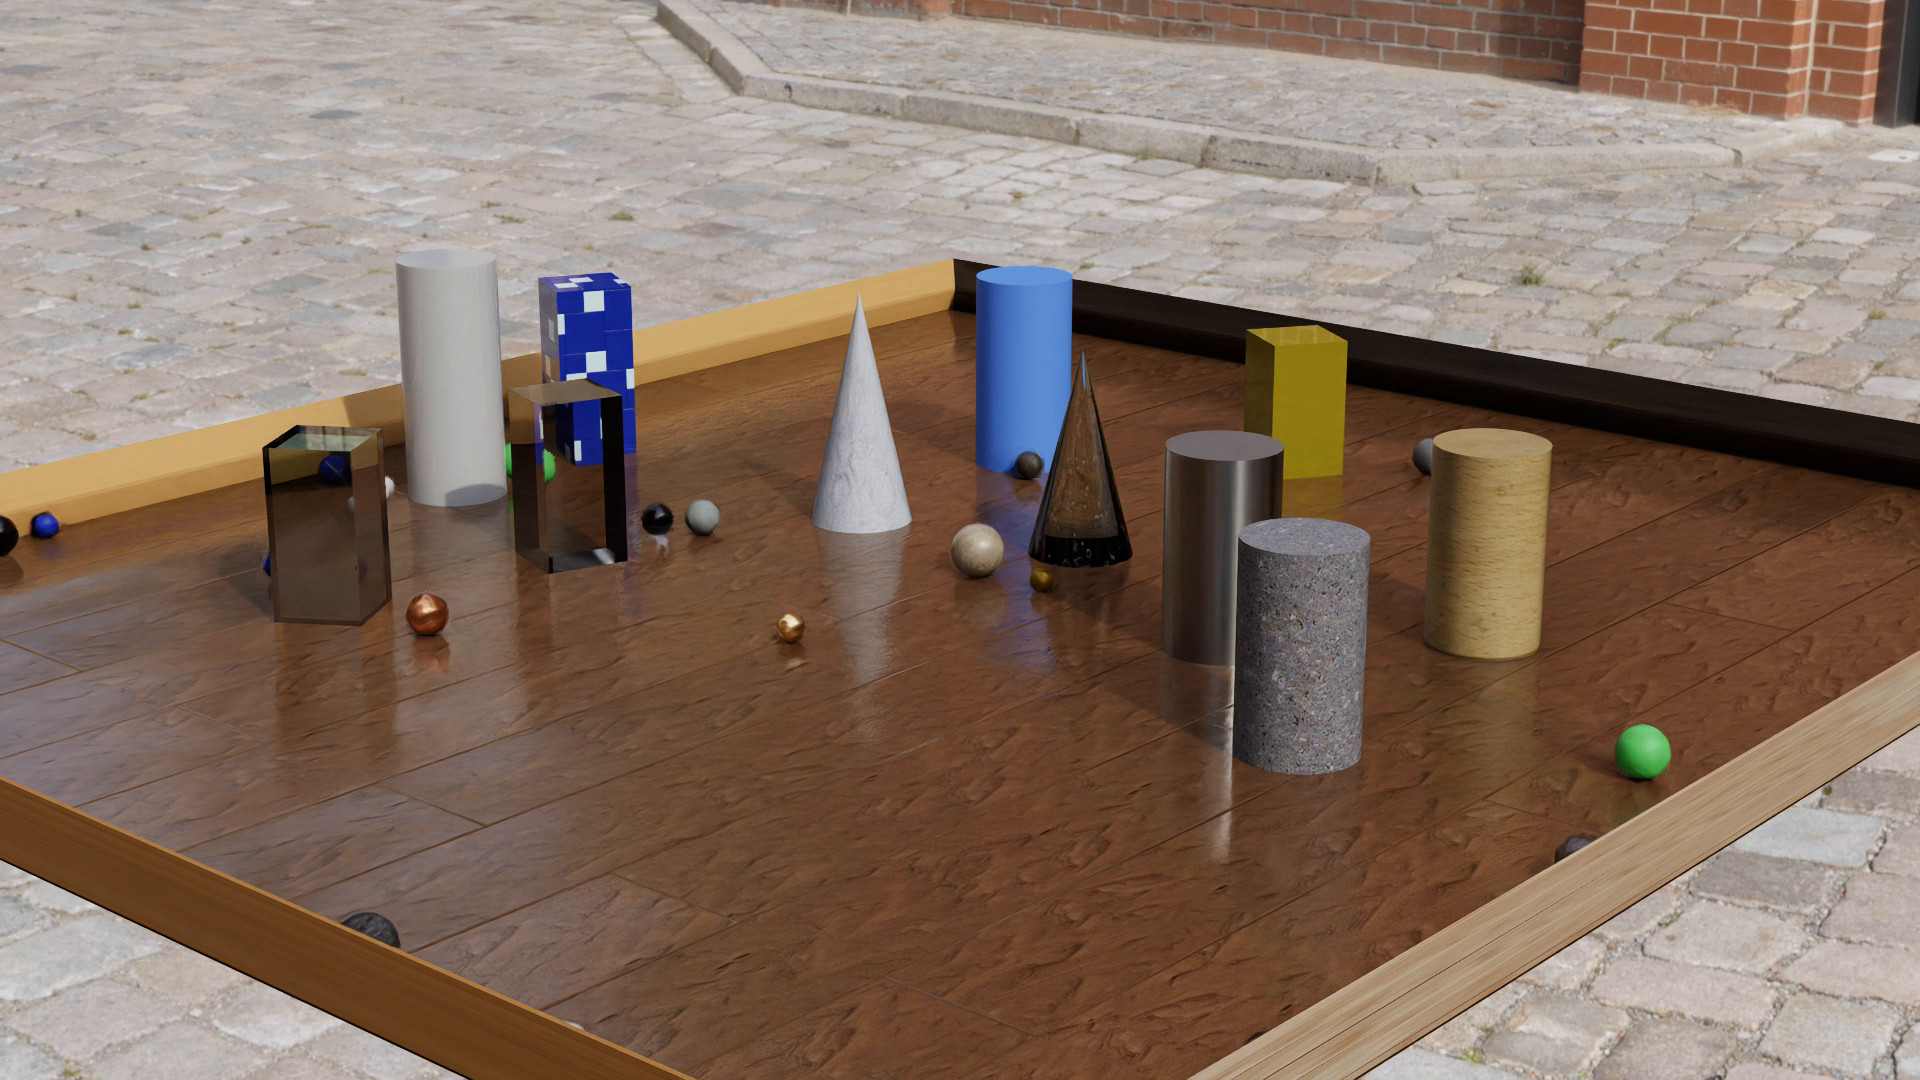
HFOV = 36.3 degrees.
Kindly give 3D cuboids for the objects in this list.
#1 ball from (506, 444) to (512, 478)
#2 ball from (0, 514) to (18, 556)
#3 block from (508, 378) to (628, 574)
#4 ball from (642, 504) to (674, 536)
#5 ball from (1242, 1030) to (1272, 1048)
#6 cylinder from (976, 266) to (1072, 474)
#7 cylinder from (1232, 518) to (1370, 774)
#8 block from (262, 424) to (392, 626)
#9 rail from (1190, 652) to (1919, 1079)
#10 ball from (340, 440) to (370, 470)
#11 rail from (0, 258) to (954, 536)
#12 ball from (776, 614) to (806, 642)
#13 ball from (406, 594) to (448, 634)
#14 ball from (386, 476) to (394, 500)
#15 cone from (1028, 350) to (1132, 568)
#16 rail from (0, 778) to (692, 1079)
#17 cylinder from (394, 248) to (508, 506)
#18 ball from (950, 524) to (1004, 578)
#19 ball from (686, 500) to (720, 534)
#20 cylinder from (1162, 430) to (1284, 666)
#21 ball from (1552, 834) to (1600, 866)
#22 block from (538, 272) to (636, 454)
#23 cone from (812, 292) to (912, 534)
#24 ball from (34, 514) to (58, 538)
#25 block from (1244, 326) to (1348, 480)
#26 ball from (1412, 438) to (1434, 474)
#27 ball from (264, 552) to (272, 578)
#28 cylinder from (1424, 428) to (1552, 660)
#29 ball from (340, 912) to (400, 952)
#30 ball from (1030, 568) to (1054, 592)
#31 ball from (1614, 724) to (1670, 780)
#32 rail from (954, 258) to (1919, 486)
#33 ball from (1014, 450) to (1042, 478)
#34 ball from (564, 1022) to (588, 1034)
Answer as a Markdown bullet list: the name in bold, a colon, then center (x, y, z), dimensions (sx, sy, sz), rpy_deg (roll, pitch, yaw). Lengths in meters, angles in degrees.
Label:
- **ball**: center (-0.868, -0.158, 5.821), dimensions (0.084, 0.084, 0.084), rpy_deg (0, 17, 0)
- **ball**: center (-1.755, -0.008, 5.340), dimensions (0.076, 0.076, 0.076), rpy_deg (0, 17, 0)
- **block**: center (-0.708, -0.118, 5.299), dimensions (0.154, 0.309, 0.154), rpy_deg (-10, 19, -29)
- **ball**: center (-0.565, -0.039, 5.469), dimensions (0.060, 0.060, 0.060), rpy_deg (0, 17, 0)
- **ball**: center (0.355, 0.595, 3.358), dimensions (0.067, 0.067, 0.067), rpy_deg (0, 17, 0)
- **cylinder**: center (0.129, -0.344, 5.919), dimensions (0.193, 0.385, 0.193), rpy_deg (0, 17, 0)
- **cylinder**: center (0.505, 0.156, 4.347), dimensions (0.193, 0.336, 0.193), rpy_deg (0, 17, 0)
- **block**: center (-1.077, -0.026, 4.999), dimensions (0.154, 0.306, 0.154), rpy_deg (3, 17, 9)
- **rail**: center (1.152, 0.320, 4.163), dimensions (0.045, 0.125, 3.516), rpy_deg (14, 22, 39)
- **ball**: center (-1.222, -0.173, 5.914), dimensions (0.059, 0.059, 0.059), rpy_deg (0, 17, 0)
- **rail**: center (-1.152, -0.258, 6.078), dimensions (0.045, 0.125, 3.516), rpy_deg (14, 22, 39)
- **ball**: center (-0.281, 0.146, 4.877), dimensions (0.048, 0.048, 0.048), rpy_deg (0, 17, 0)
- **ball**: center (-0.892, 0.124, 4.912), dimensions (0.070, 0.070, 0.070), rpy_deg (0, 17, 0)
- **ball**: center (-1.122, -0.101, 5.695), dimensions (0.048, 0.048, 0.048), rpy_deg (0, 17, 0)
- **cone**: center (0.220, -0.160, 5.315), dimensions (0.193, 0.381, 0.193), rpy_deg (0, 17, 0)
- **rail**: center (-1.137, 0.410, 3.867), dimensions (3.098, 0.125, 0.045), rpy_deg (14, 22, 39)
- **cylinder**: center (-0.985, -0.316, 5.683), dimensions (0.193, 0.467, 0.193), rpy_deg (0, 17, 0)
- **ball**: center (0.031, 0.018, 5.217), dimensions (0.096, 0.096, 0.096), rpy_deg (0, 17, 0)
- **ball**: center (-0.481, -0.043, 5.474), dimensions (0.065, 0.065, 0.065), rpy_deg (0, 17, 0)
- **cylinder**: center (0.429, 0.012, 4.808), dimensions (0.193, 0.345, 0.193), rpy_deg (0, 17, 0)
- **ball**: center (0.826, 0.428, 3.892), dimensions (0.077, 0.077, 0.077), rpy_deg (0, 17, 0)
- **block**: center (-0.767, -0.359, 6.032), dimensions (0.154, 0.349, 0.154), rpy_deg (-7, 18, -21)
- **cone**: center (-0.187, -0.251, 5.515), dimensions (0.193, 0.440, 0.193), rpy_deg (0, 17, 0)
- **ball**: center (-1.699, -0.026, 5.451), dimensions (0.046, 0.046, 0.046), rpy_deg (0, 17, 0)
- **block**: center (0.671, -0.277, 5.887), dimensions (0.154, 0.274, 0.154), rpy_deg (-5, 17, -15)
- **ball**: center (0.943, -0.168, 5.878), dimensions (0.072, 0.072, 0.072), rpy_deg (0, 17, 0)
- **ball**: center (-1.208, 0.044, 5.203), dimensions (0.056, 0.056, 0.056), rpy_deg (0, 17, 0)
- **cylinder**: center (0.869, 0.006, 4.832), dimensions (0.193, 0.342, 0.193), rpy_deg (0, 17, 0)
- **ball**: center (-0.736, 0.503, 3.636), dimensions (0.082, 0.082, 0.082), rpy_deg (0, 17, 0)
- **ball**: center (0.143, 0.070, 5.140), dimensions (0.042, 0.042, 0.042), rpy_deg (0, 17, 0)
- **ball**: center (0.997, 0.309, 4.281), dimensions (0.080, 0.080, 0.080), rpy_deg (0, 17, 0)
- **rail**: center (1.137, -0.347, 6.374), dimensions (3.098, 0.125, 0.045), rpy_deg (14, 22, 39)
- **ball**: center (0.137, -0.150, 5.844), dimensions (0.056, 0.056, 0.056), rpy_deg (0, 17, 0)
- **ball**: center (-0.455, 0.589, 3.370), dimensions (0.071, 0.071, 0.071), rpy_deg (0, 17, 0)
